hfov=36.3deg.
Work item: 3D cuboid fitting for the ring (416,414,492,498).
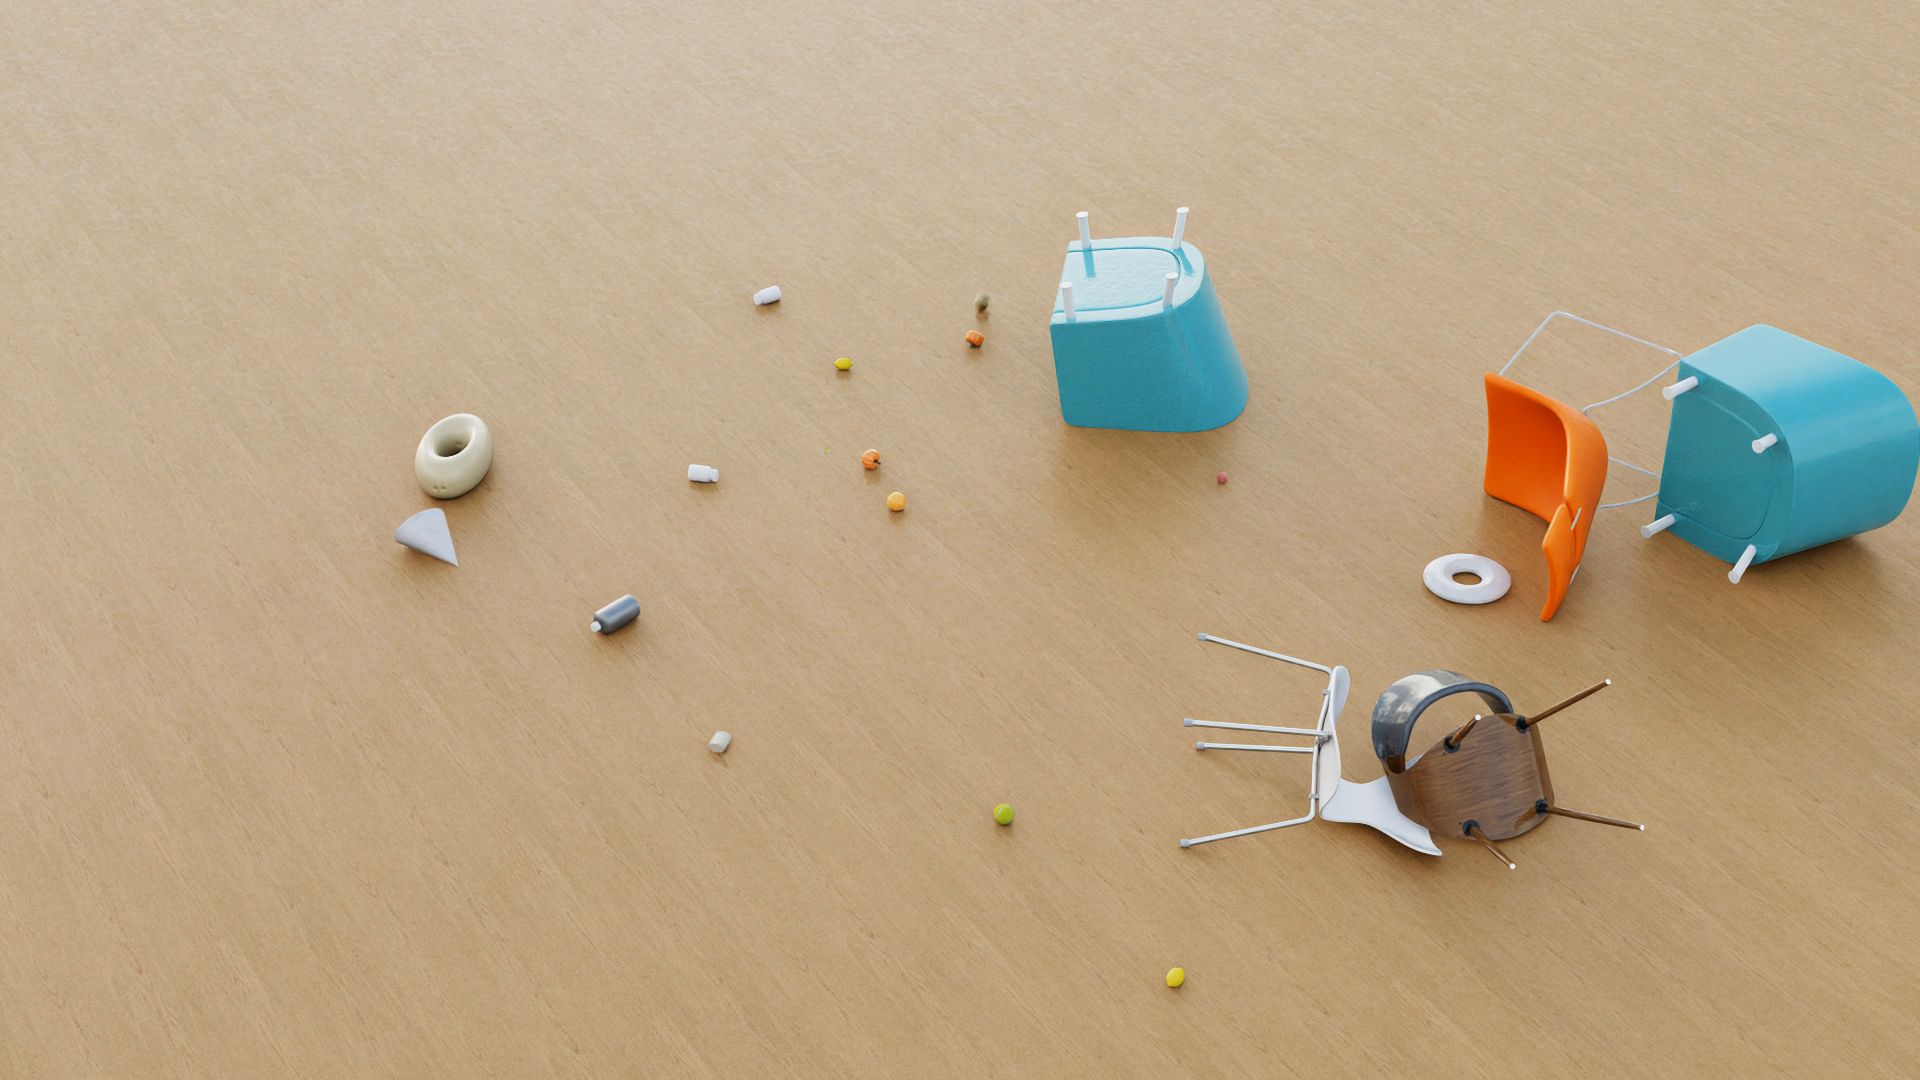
[{"bbox_3d":[-1.948,-0.325,11.298,0.284,0.158,0.497,1,33,5],"label":"ring"}]

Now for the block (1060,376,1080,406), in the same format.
[{"bbox_3d":[0.439,-0.596,11.756,0.066,0.102,0.038,-11,35,-16],"label":"block"}]

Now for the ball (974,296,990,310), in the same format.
[{"bbox_3d":[0.091,-1.004,12.409,0.064,0.064,0.064,0,33,0],"label":"ball"}]

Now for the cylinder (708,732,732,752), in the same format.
[{"bbox_3d":[-0.810,0.680,9.878,0.059,0.037,0.071,13,35,12],"label":"cylinder"}]

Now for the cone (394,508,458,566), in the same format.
[{"bbox_3d":[-1.927,0.023,10.840,0.234,0.158,0.238,43,37,21],"label":"cone"}]

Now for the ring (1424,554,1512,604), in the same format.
[{"bbox_3d":[1.849,0.141,10.690,0.322,0.045,0.315,-13,35,-20],"label":"ring"}]
